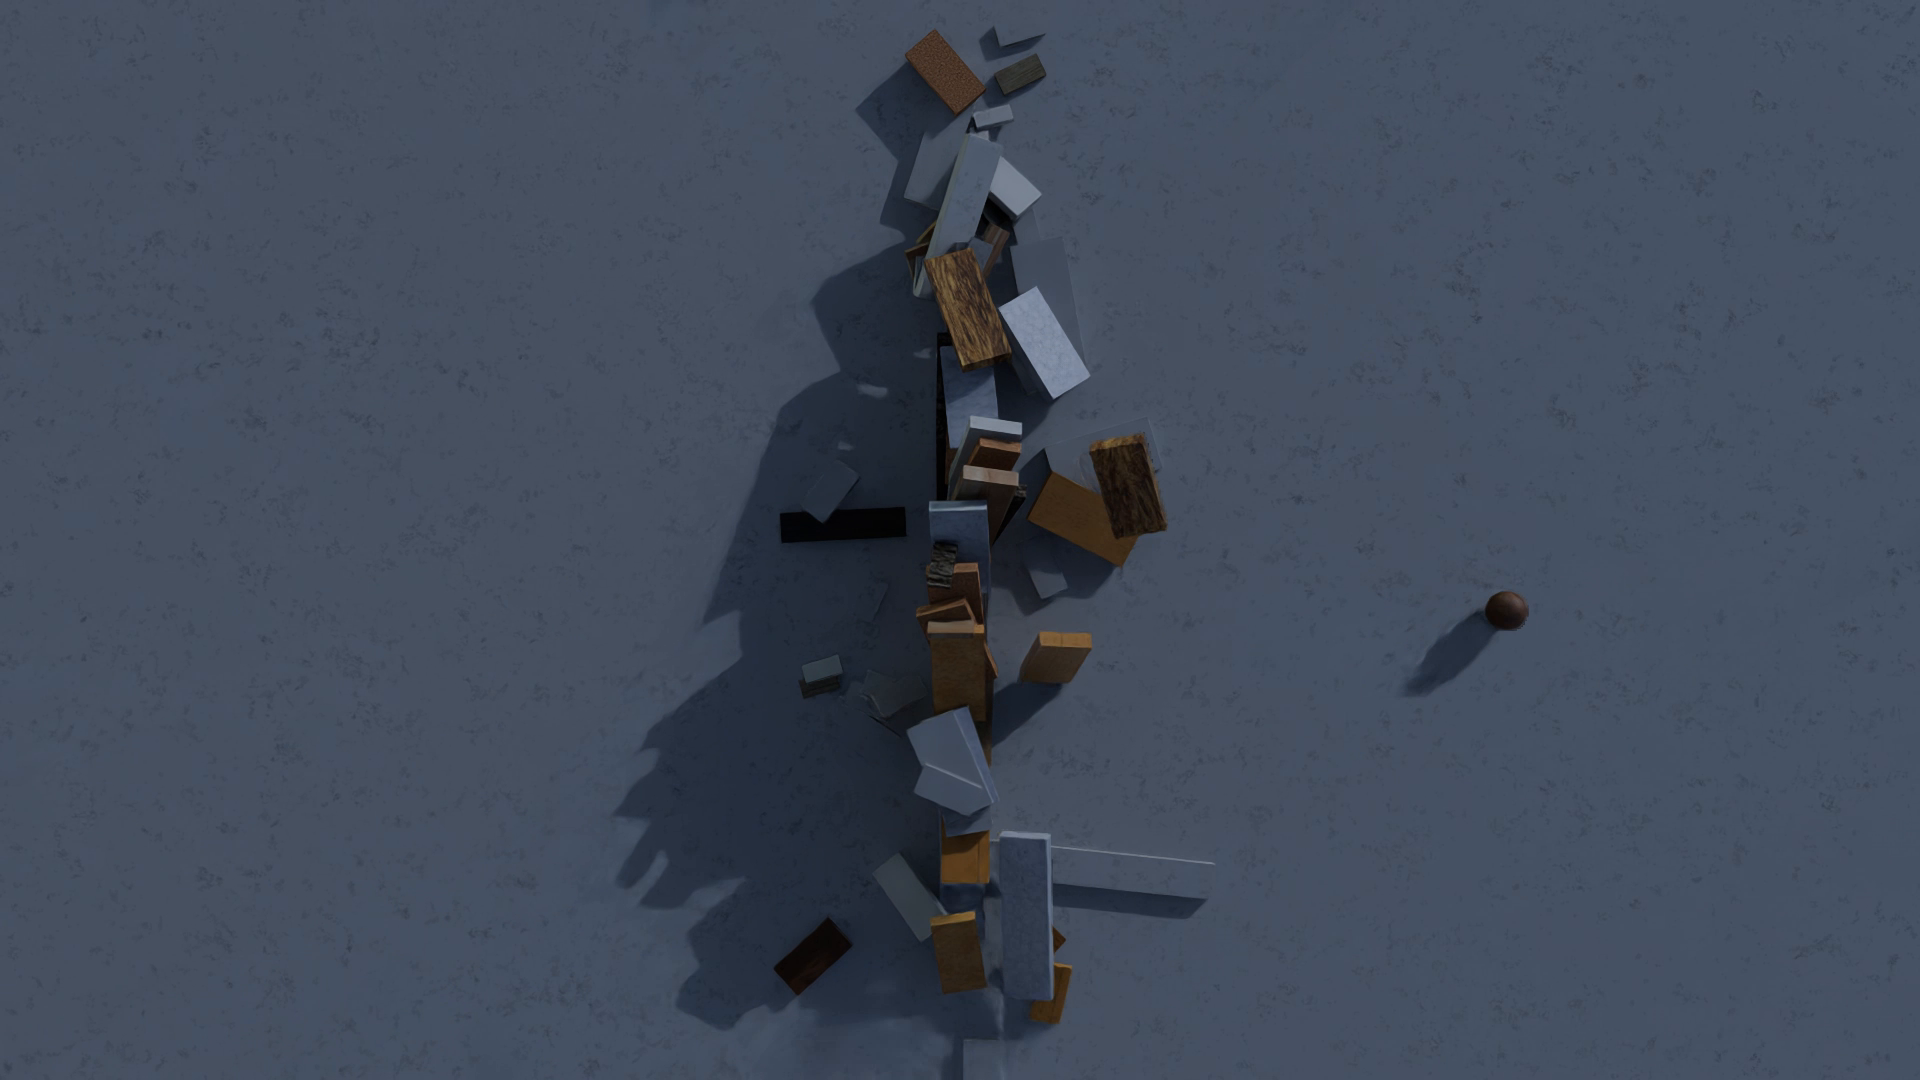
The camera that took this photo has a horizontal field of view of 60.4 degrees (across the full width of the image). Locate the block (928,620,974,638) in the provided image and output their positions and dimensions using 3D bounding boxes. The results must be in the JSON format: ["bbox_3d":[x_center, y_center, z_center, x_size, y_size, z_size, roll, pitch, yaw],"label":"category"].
[{"bbox_3d":[-0.028,0.276,5.117,0.143,0.072,0.020,0,123,2],"label":"block"}]

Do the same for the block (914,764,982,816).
[{"bbox_3d":[-0.039,0.784,5.169,0.194,0.028,0.097,23,92,2],"label":"block"}]

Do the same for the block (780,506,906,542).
[{"bbox_3d":[-0.388,-0.050,5.486,0.415,0.028,0.099,-3,90,0],"label":"block"}]

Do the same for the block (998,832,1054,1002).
[{"bbox_3d":[0.217,1.228,5.377,0.159,0.045,0.560,1,102,16],"label":"block"}]

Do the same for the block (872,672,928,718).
[{"bbox_3d":[-0.199,0.511,5.444,0.171,0.024,0.086,-26,77,-22],"label":"block"}]

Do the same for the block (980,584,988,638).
[{"bbox_3d":[0.007,0.280,5.309,0.161,0.046,0.322,1,128,1],"label":"block"}]

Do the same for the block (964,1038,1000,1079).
[{"bbox_3d":[0.070,1.779,5.483,0.118,0.033,0.236,0,90,0],"label":"block"}]

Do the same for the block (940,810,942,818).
[{"bbox_3d":[0.008,0.871,5.399,0.147,0.042,0.293,-6,80,0],"label":"block"}]

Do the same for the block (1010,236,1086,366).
[{"bbox_3d":[0.291,-0.763,5.464,0.178,0.050,0.450,-10,93,0],"label":"block"}]

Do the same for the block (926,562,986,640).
[{"bbox_3d":[-0.011,0.215,5.202,0.161,0.046,0.322,-3,127,4],"label":"block"}]

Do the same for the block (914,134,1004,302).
[{"bbox_3d":[-0.005,-1.041,5.382,0.131,0.037,0.545,10,105,-33],"label":"block"}]

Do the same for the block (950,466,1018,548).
[{"bbox_3d":[0.047,-0.080,5.243,0.172,0.490,0.049,7,60,-9],"label":"block"}]

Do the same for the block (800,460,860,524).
[{"bbox_3d":[-0.430,-0.160,5.468,0.099,0.028,0.198,37,83,6],"label":"block"}]

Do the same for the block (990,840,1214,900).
[{"bbox_3d":[0.464,1.095,5.483,0.753,0.033,0.118,6,90,0],"label":"block"}]

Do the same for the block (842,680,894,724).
[{"bbox_3d":[-0.295,0.536,5.468,0.171,0.024,0.086,23,70,-4],"label":"block"}]

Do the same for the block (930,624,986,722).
[{"bbox_3d":[-0.005,0.424,5.227,0.167,0.047,0.348,-1,123,1],"label":"block"}]

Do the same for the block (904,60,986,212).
[{"bbox_3d":[-0.050,-1.348,5.482,0.130,0.037,0.491,18,90,0],"label":"block"}]

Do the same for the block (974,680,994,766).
[{"bbox_3d":[0.028,0.575,5.360,0.154,0.044,0.309,2,81,1],"label":"block"}]

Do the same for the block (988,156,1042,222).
[{"bbox_3d":[0.132,-1.184,5.447,0.260,0.037,0.130,44,65,4],"label":"block"}]

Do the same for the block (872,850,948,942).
[{"bbox_3d":[-0.160,1.174,5.439,0.122,0.035,0.278,-40,78,15],"label":"block"}]

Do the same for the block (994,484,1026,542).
[{"bbox_3d":[0.075,-0.090,5.323,0.172,0.344,0.049,11,59,-15],"label":"block"}]

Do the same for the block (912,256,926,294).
[{"bbox_3d":[-0.118,-0.871,5.430,0.063,0.018,0.125,-2,112,-20],"label":"block"}]

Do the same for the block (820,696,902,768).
[{"bbox_3d":[-0.331,0.637,5.483,0.245,0.035,0.122,34,90,0],"label":"block"}]

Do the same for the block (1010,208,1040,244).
[{"bbox_3d":[0.213,-1.057,5.489,0.078,0.022,0.157,-14,90,0],"label":"block"}]

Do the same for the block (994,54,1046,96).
[{"bbox_3d":[0.200,-1.549,5.489,0.157,0.022,0.078,-26,90,0],"label":"block"}]

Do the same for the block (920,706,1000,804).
[{"bbox_3d":[0.000,0.703,5.247,0.159,0.045,0.318,-18,90,2],"label":"block"}]

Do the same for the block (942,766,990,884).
[{"bbox_3d":[0.017,0.843,5.360,0.154,0.044,0.534,0,80,1],"label":"block"}]

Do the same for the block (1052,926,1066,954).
[{"bbox_3d":[0.250,1.365,5.486,0.097,0.028,0.194,44,90,0],"label":"block"}]

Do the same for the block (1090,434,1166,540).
[{"bbox_3d":[0.528,-0.164,5.164,0.166,0.047,0.333,-9,122,16],"label":"block"}]

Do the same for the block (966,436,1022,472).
[{"bbox_3d":[0.091,-0.229,5.171,0.131,0.261,0.037,9,58,-12],"label":"block"}]

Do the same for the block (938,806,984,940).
[{"bbox_3d":[0.006,1.078,5.445,0.147,0.042,0.475,-1,90,1],"label":"block"}]

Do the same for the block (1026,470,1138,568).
[{"bbox_3d":[0.417,-0.070,5.441,0.356,0.050,0.178,27,98,-7],"label":"block"}]

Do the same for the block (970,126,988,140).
[{"bbox_3d":[0.063,-1.319,5.455,0.063,0.018,0.125,-3,54,2],"label":"block"}]

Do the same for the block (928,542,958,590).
[{"bbox_3d":[-0.054,0.079,5.089,0.072,0.020,0.143,7,66,9],"label":"block"}]

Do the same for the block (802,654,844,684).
[{"bbox_3d":[-0.457,0.430,5.478,0.127,0.018,0.063,-17,66,-1],"label":"block"}]
